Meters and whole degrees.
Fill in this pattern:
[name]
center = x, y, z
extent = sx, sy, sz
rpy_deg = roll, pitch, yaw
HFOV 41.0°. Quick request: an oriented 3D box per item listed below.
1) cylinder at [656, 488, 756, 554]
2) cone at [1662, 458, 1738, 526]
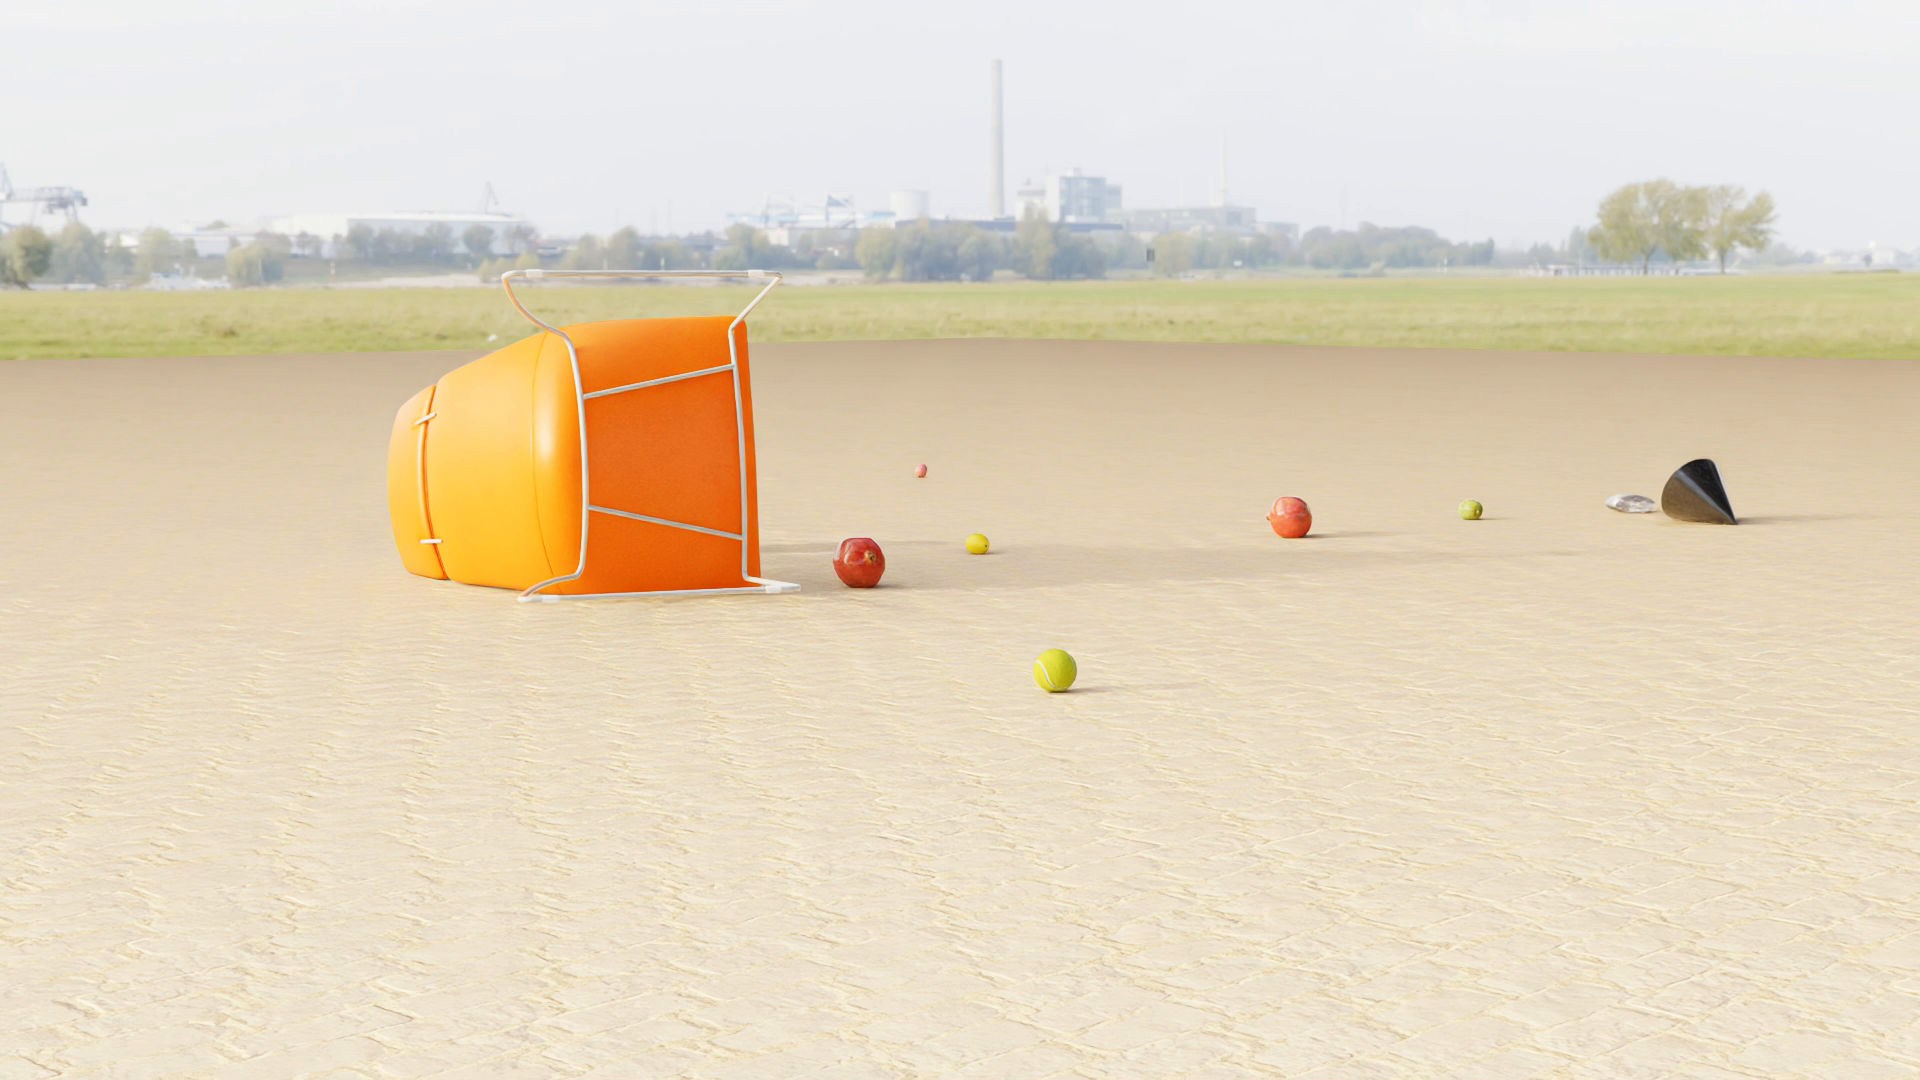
[cylinder]
center = -0.605, -0.046, 6.131
extent = 0.224, 0.149, 0.112
rpy_deg = 6, 6, 3
[cone]
center = 2.011, -0.087, 6.836
extent = 0.251, 0.188, 0.176
rpy_deg = 21, 20, -46
